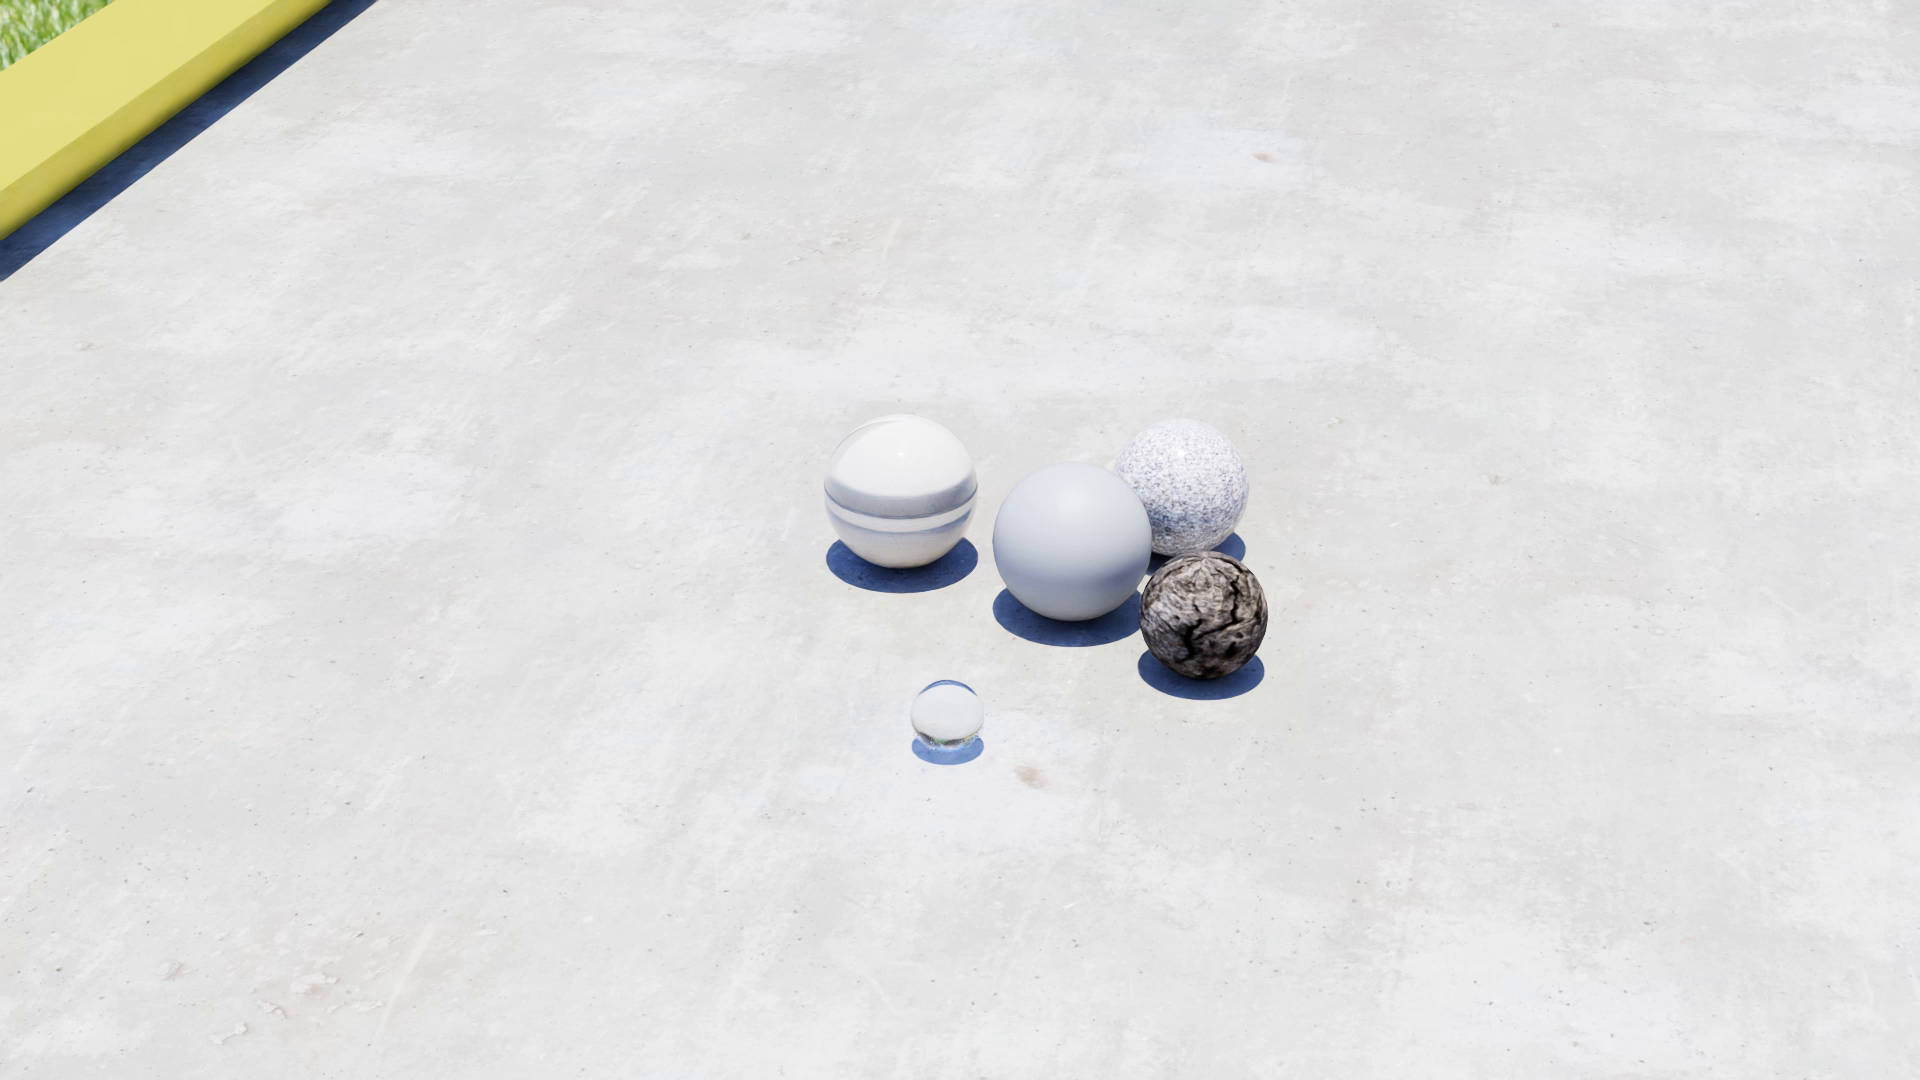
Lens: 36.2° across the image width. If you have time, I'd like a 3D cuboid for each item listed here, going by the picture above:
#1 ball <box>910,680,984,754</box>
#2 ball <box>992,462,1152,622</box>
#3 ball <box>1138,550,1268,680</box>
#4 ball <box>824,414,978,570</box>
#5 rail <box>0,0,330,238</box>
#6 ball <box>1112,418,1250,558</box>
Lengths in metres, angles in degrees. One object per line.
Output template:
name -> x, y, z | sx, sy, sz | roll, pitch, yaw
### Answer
ball -> -0.007, 0.097, 1.613 | 0.040, 0.040, 0.040 | 0, 27, 0
ball -> 0.066, 0.001, 1.739 | 0.095, 0.095, 0.095 | 0, 27, 0
ball -> 0.139, 0.043, 1.681 | 0.074, 0.074, 0.074 | 0, 27, 0
ball -> -0.036, -0.030, 1.798 | 0.095, 0.095, 0.095 | 0, 27, 0
rail -> -0.638, -0.474, 2.624 | 0.045, 0.123, 3.298 | 6, 28, 11
ball -> 0.135, -0.032, 1.813 | 0.086, 0.086, 0.086 | 0, 27, 0
